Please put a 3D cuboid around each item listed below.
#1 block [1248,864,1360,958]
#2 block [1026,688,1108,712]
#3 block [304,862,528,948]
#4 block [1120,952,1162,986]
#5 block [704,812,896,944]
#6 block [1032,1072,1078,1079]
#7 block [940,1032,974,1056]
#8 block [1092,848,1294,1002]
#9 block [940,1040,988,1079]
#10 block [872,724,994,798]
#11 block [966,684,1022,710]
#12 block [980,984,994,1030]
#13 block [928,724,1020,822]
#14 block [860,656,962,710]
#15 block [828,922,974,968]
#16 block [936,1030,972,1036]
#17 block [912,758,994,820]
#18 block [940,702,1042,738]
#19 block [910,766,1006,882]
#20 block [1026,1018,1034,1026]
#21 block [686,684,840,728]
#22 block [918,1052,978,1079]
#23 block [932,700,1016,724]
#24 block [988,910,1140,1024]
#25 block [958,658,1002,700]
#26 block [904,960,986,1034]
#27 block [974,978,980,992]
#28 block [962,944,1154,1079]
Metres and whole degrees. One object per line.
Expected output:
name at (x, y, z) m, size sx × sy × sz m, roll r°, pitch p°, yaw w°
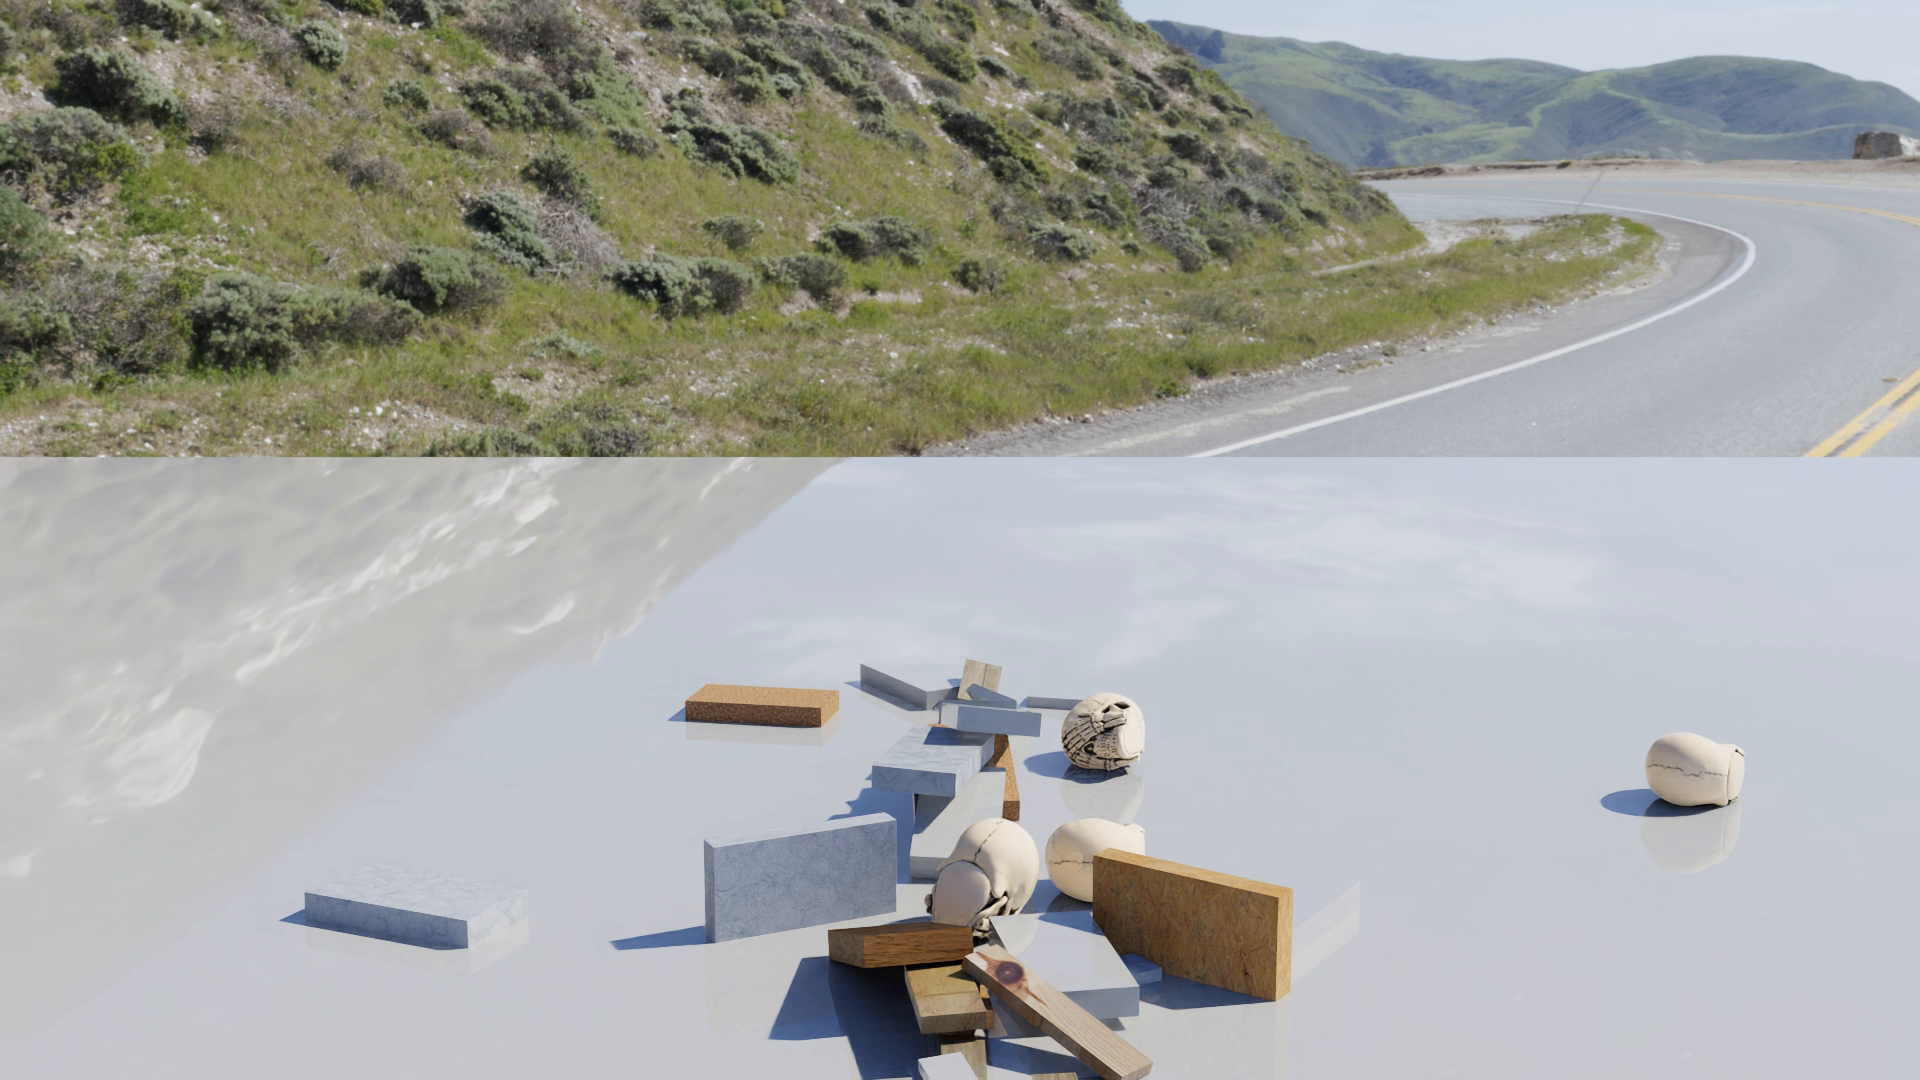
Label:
block at (0.502, 0.596, 3.511) m, size 0.160 × 0.045 × 0.320 m, roll 7°, pitch 12°, yaw 32°
block at (0.238, 0.353, 4.880) m, size 0.166 × 0.023 × 0.083 m, roll 3°, pitch 11°, yaw 13°
block at (-0.878, 0.588, 3.554) m, size 0.319 × 0.045 × 0.160 m, roll 5°, pitch 12°, yaw 24°
block at (0.224, 0.651, 3.285) m, size 0.140 × 0.020 × 0.070 m, roll -7°, pitch 12°, yaw -32°
block at (-0.253, 0.538, 3.519) m, size 0.313 × 0.157 × 0.044 m, roll -5°, pitch 12°, yaw -26°
block at (0.132, 0.729, 2.873) m, size 0.059 × 0.017 × 0.118 m, roll -1°, pitch 11°, yaw -7°
block at (-0.003, 0.703, 3.026) m, size 0.048 × 0.014 × 0.096 m, roll 0°, pitch 11°, yaw -2°
block at (0.346, 0.576, 3.310) m, size 0.320 × 0.160 × 0.045 m, roll 8°, pitch 13°, yaw 36°
block at (0.007, 0.716, 2.872) m, size 0.059 × 0.017 × 0.210 m, roll 0°, pitch 18°, yaw -2°
block at (-0.045, 0.393, 3.937) m, size 0.150 × 0.042 × 0.300 m, roll 4°, pitch 10°, yaw 13°
block at (0.085, 0.359, 4.692) m, size 0.023 × 0.083 × 0.166 m, roll -45°, pitch 29°, yaw -18°
block at (-0.003, 0.661, 3.110) m, size 0.089 × 0.025 × 0.177 m, roll -1°, pitch 0°, yaw -3°
block at (0.023, 0.439, 4.182) m, size 0.152 × 0.043 × 0.304 m, roll -1°, pitch 23°, yaw -4°
block at (-0.087, 0.323, 4.991) m, size 0.152 × 0.043 × 0.303 m, roll -6°, pitch 12°, yaw -31°
block at (-0.092, 0.596, 3.248) m, size 0.157 × 0.044 × 0.313 m, roll -2°, pitch -8°, yaw -13°
block at (-0.011, 0.680, 3.099) m, size 0.048 × 0.014 × 0.096 m, roll -1°, pitch 0°, yaw -3°
block at (-0.012, 0.446, 4.054) m, size 0.150 × 0.042 × 0.300 m, roll 0°, pitch 25°, yaw -3°
block at (0.055, 0.336, 4.115) m, size 0.152 × 0.043 × 0.308 m, roll 5°, pitch -4°, yaw -6°
block at (-0.001, 0.492, 3.858) m, size 0.150 × 0.042 × 0.300 m, roll 2°, pitch 26°, yaw 3°
block at (0.111, 0.667, 3.201) m, size 0.070 × 0.020 × 0.140 m, roll -4°, pitch 11°, yaw -20°
block at (-0.429, 0.360, 4.791) m, size 0.303 × 0.043 × 0.152 m, roll 2°, pitch 11°, yaw 11°
block at (-0.008, 0.705, 2.850) m, size 0.059 × 0.017 × 0.118 m, roll -6°, pitch 19°, yaw -18°
block at (0.026, 0.356, 4.466) m, size 0.152 × 0.043 × 0.304 m, roll 0°, pitch -7°, yaw -3°
block at (0.149, 0.626, 3.245) m, size 0.157 × 0.044 × 0.313 m, roll -2°, pitch 11°, yaw -10°
block at (0.042, 0.324, 4.858) m, size 0.083 × 0.023 × 0.166 m, roll 13°, pitch 29°, yaw 1°
block at (-0.021, 0.630, 3.042) m, size 0.089 × 0.025 × 0.177 m, roll -3°, pitch 13°, yaw -8°
block at (-0.015, 0.636, 3.217) m, size 0.089 × 0.025 × 0.177 m, roll -1°, pitch 0°, yaw 1°
block at (0.131, 0.651, 3.020) m, size 0.296 × 0.020 × 0.070 m, roll 32°, pitch 26°, yaw 34°
